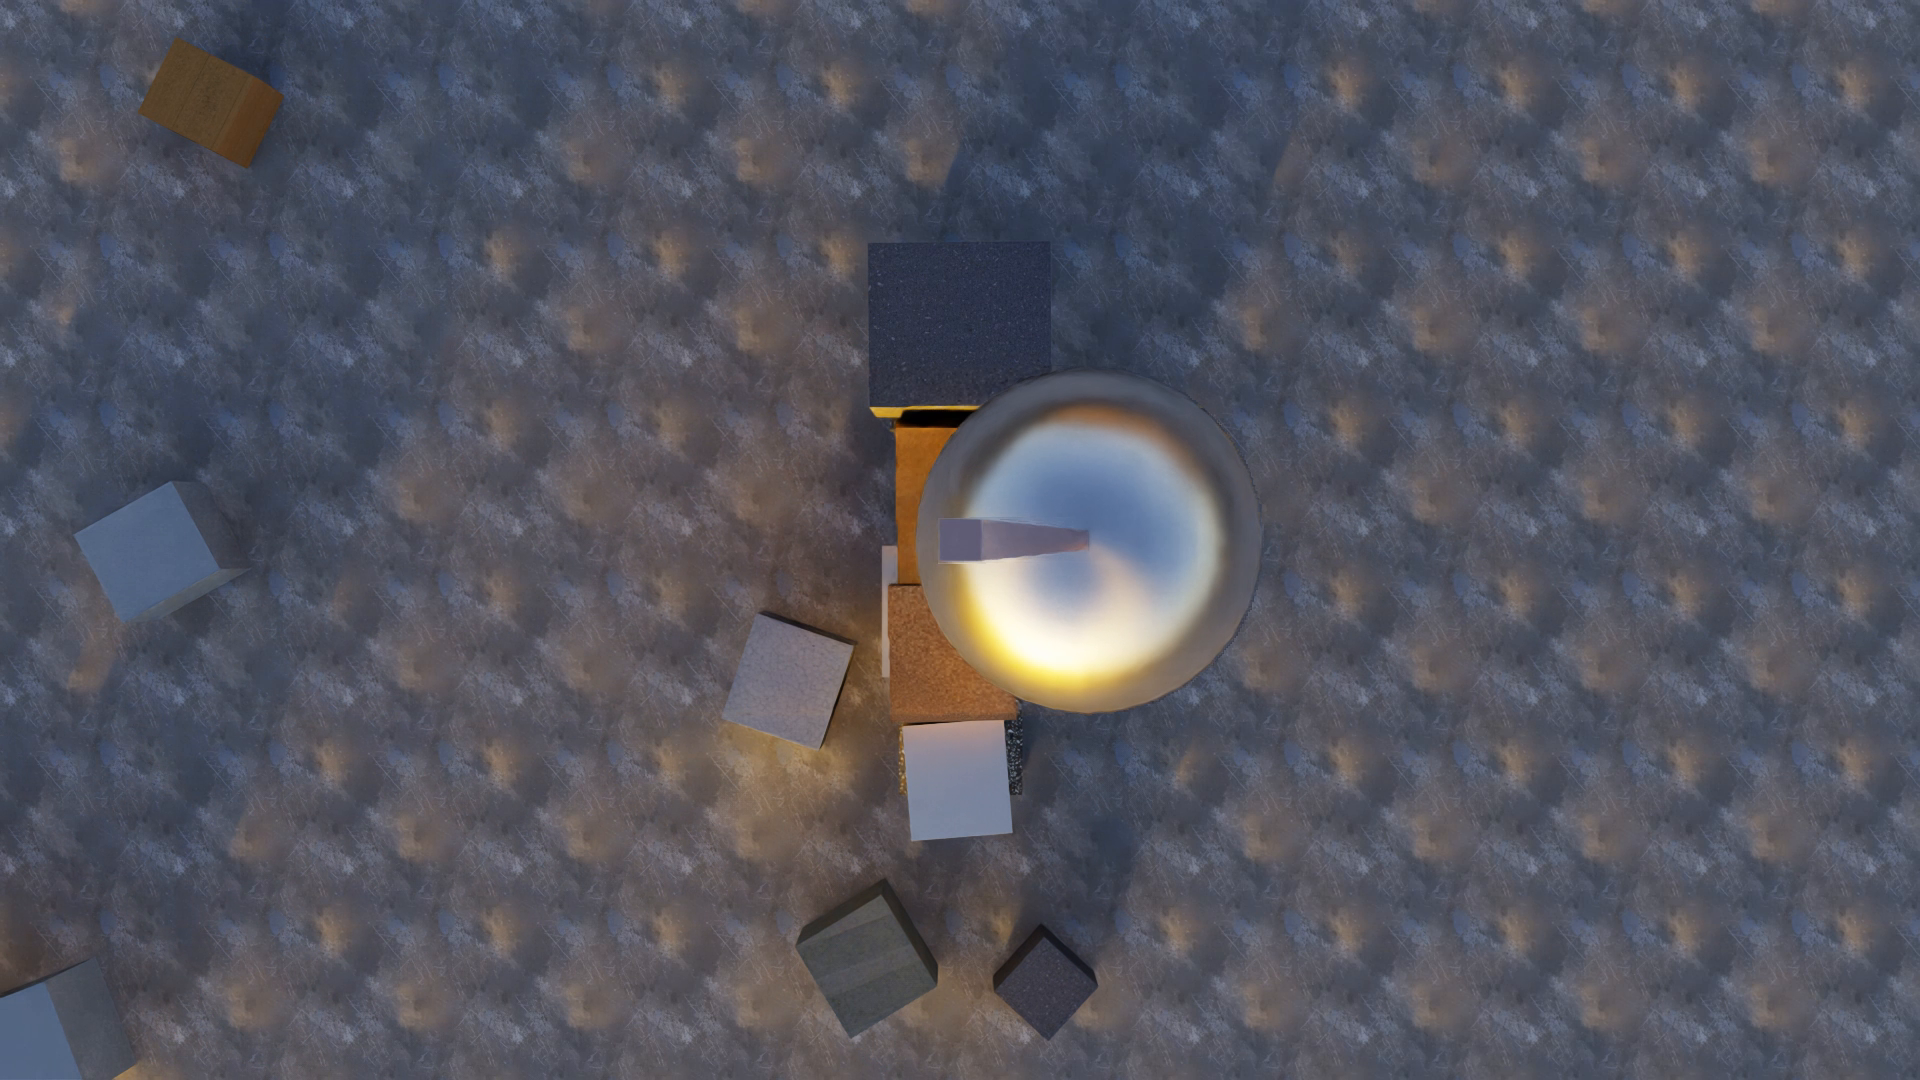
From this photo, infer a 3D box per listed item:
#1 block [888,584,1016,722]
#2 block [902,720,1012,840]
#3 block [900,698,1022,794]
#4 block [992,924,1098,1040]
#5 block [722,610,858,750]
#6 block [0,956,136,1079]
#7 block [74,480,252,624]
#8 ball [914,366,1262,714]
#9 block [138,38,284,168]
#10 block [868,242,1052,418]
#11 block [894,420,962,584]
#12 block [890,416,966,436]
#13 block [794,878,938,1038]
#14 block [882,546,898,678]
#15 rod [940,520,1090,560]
[{"bbox_3d":[-0.041,0.592,11.896,0.662,0.746,0.717,-1,90,0],"label":"block"},{"bbox_3d":[-0.013,1.271,11.969,0.538,0.625,0.609,-5,90,0],"label":"block"},{"bbox_3d":[0.004,1.097,12.641,0.689,0.718,0.653,0,90,0],"label":"block"},{"bbox_3d":[0.492,2.563,12.774,0.420,0.452,0.425,42,90,0],"label":"block"},{"bbox_3d":[-0.979,0.808,12.743,0.586,0.514,0.631,19,90,0],"label":"block"},{"bbox_3d":[-5.365,2.926,12.637,0.810,0.727,0.678,-21,90,0],"label":"block"},{"bbox_3d":[-4.597,0.068,12.715,0.631,0.570,0.573,-29,90,0],"label":"block"},{"bbox_3d":[0.591,0.000,10.173,1.600,1.600,1.600,0,90,0],"label":"ball"},{"bbox_3d":[-4.330,-2.525,12.736,0.508,0.528,0.485,27,90,0],"label":"block"},{"bbox_3d":[-0.001,-1.101,11.703,0.931,0.972,0.837,-1,90,0],"label":"block"},{"bbox_3d":[0.043,-0.219,11.861,0.753,0.735,0.822,-1,96,0],"label":"block"},{"bbox_3d":[0.015,-1.010,12.594,0.814,0.811,0.789,0,90,0],"label":"block"},{"bbox_3d":[-0.529,2.401,12.685,0.571,0.631,0.605,-31,90,0],"label":"block"},{"bbox_3d":[0.001,0.400,12.635,0.873,0.731,0.732,0,90,0],"label":"block"},{"bbox_3d":[0.256,0.000,6.790,0.080,5.200,0.080,0,90,6],"label":"rod"}]
